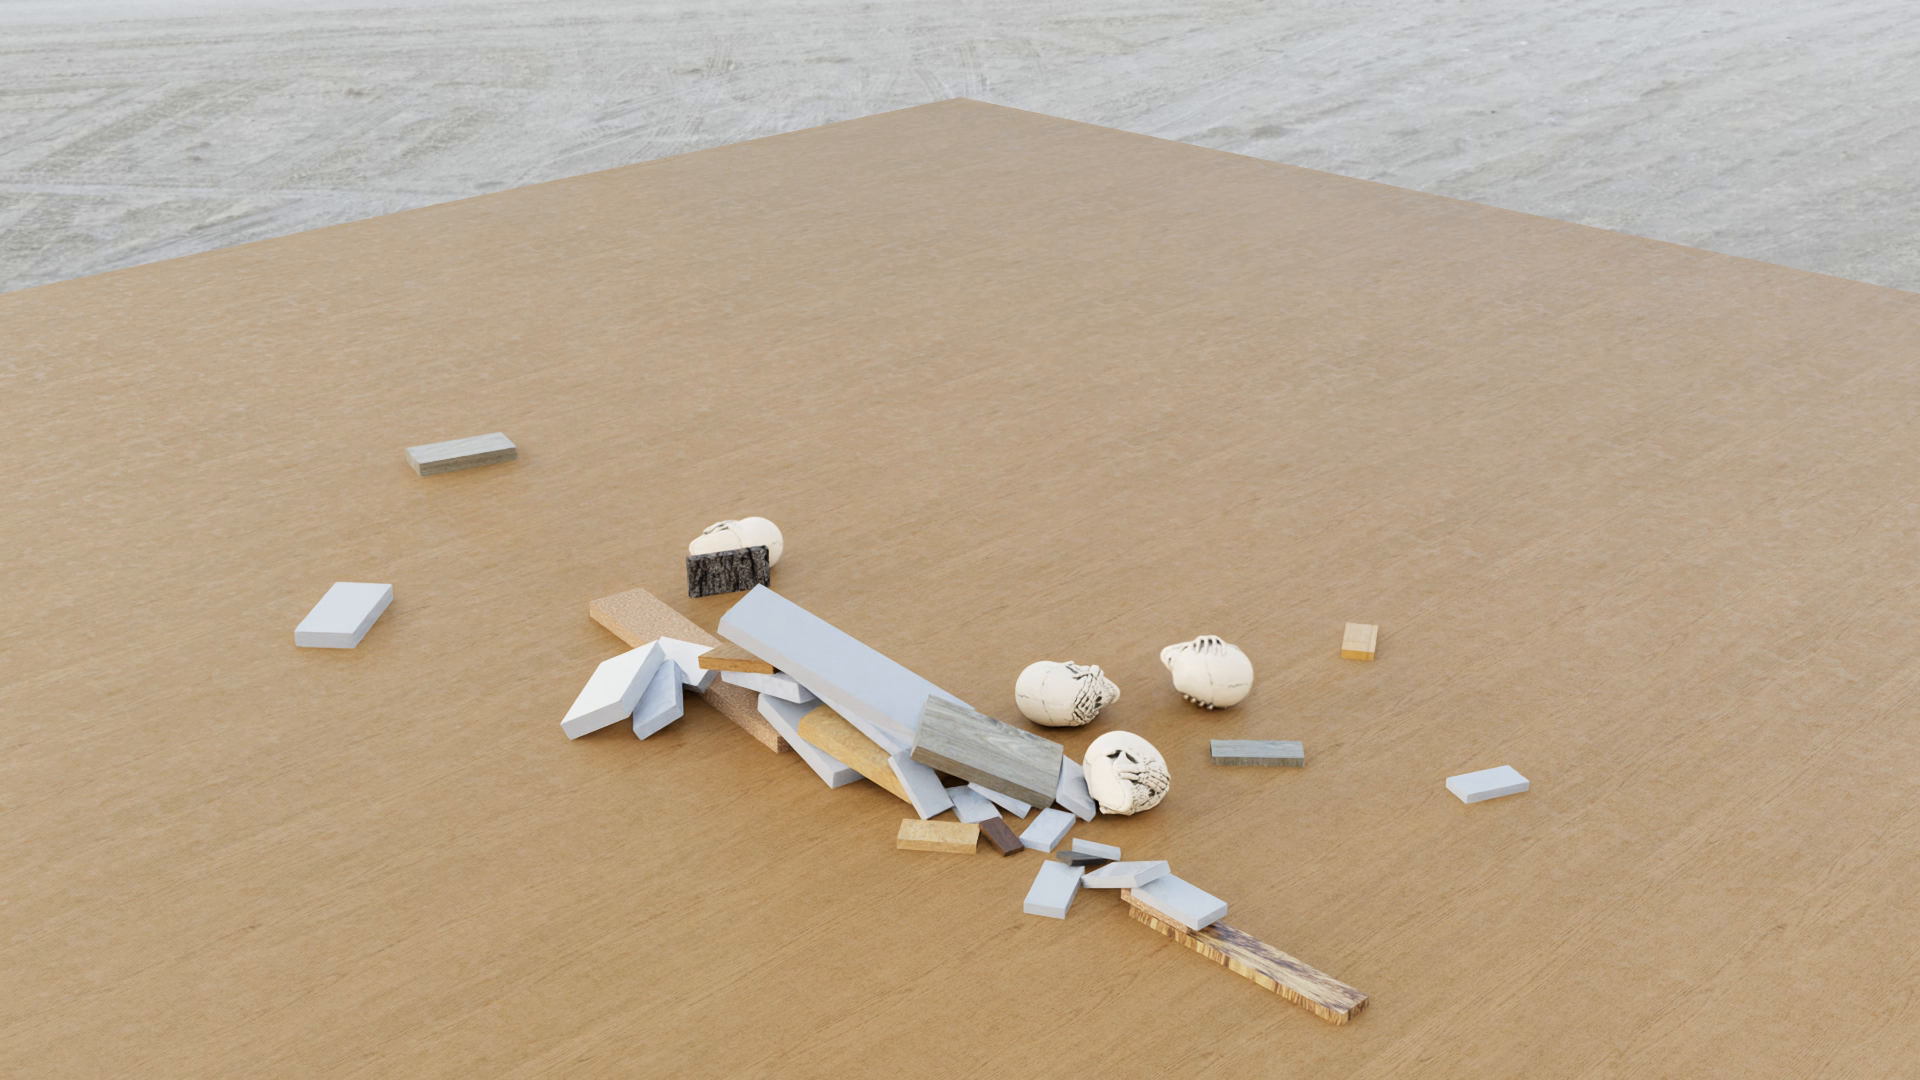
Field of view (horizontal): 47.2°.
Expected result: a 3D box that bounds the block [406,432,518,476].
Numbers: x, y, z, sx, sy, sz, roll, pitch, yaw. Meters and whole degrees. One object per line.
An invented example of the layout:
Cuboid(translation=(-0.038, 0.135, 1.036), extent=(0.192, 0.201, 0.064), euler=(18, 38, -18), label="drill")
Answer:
Cuboid(translation=(-1.426, -0.246, 6.289), extent=(0.282, 0.040, 0.141), euler=(-12, 26, -26), label="block")

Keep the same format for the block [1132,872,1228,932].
Cuboid(translation=(0.403, 0.662, 4.051), extent=(0.082, 0.023, 0.164), euler=(-20, 30, -38), label="block")

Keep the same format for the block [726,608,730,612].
Cuboid(translation=(-0.396, 0.207, 4.756), extent=(0.109, 0.031, 0.219), euler=(-16, 42, -44), label="block")

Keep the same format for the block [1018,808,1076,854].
Cuboid(translation=(0.174, 0.577, 4.377), extent=(0.066, 0.019, 0.131), euler=(11, 25, 24), label="block")

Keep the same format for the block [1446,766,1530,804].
Cuboid(translation=(1.090, 0.505, 4.544), extent=(0.150, 0.021, 0.075), euler=(-9, 25, -20), label="block")

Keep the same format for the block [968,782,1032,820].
Cuboid(translation=(0.086, 0.511, 4.464), extent=(0.131, 0.019, 0.066), euler=(30, 31, 6), label="block")

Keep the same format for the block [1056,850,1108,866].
Cuboid(translation=(0.235, 0.615, 4.254), extent=(0.094, 0.013, 0.047), euler=(5, 12, -40), label="block")

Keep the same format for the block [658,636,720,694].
Cuboid(translation=(-0.626, 0.281, 4.959), extent=(0.203, 0.029, 0.102), euler=(9, 57, 41), label="block")

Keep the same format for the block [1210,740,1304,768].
Cuboid(translation=(0.630, 0.452, 4.667), extent=(0.193, 0.021, 0.075), euler=(1, 23, 2), label="block")

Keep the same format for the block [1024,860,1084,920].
Cuboid(translation=(0.180, 0.662, 4.171), extent=(0.079, 0.022, 0.158), euler=(7, 24, 15), label="block")

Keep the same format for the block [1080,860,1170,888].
Cuboid(translation=(0.310, 0.629, 4.132), extent=(0.079, 0.022, 0.188), euler=(-19, 1, -29), label="block")

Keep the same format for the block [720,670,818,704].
Cuboid(translation=(-0.374, 0.289, 4.774), extent=(0.151, 0.043, 0.301), euler=(-17, 17, -36), label="block")

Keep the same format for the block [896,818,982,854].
Cuboid(translation=(-0.041, 0.586, 4.351), extent=(0.157, 0.022, 0.079), euler=(3, 23, 7), label="block")

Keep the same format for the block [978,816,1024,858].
Cuboid(translation=(0.081, 0.584, 4.336), extent=(0.047, 0.013, 0.094), euler=(-14, 42, -30), label="block")

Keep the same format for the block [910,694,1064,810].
Cuboid(translation=(0.056, 0.432, 4.477), extent=(0.301, 0.043, 0.151), euler=(22, 40, -7), label="block")

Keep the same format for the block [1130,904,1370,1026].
Cuboid(translation=(0.515, 0.748, 3.968), extent=(0.082, 0.023, 0.485), euler=(-21, 31, -40), label="block")

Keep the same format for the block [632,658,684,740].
Cuboid(translation=(-0.664, 0.349, 4.828), extent=(0.109, 0.031, 0.219), euler=(-31, 25, 6), label="block")

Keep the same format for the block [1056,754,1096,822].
Cuboid(translation=(0.236, 0.506, 4.485), extent=(0.081, 0.023, 0.163), euler=(33, 21, -11), label="block")

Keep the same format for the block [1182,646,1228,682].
Cuboid(translation=(0.564, 0.285, 5.066), extent=(0.066, 0.019, 0.131), euler=(11, 25, 24), label="block")

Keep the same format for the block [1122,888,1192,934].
Cuboid(translation=(0.388, 0.673, 4.085), extent=(0.082, 0.023, 0.164), euler=(-20, 30, -39), label="block")

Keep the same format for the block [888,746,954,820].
Cuboid(translation=(-0.080, 0.491, 4.455), extent=(0.073, 0.021, 0.146), euler=(-20, 74, -39), label="block")

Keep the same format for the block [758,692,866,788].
Cuboid(translation=(-0.287, 0.406, 4.674), extent=(0.151, 0.043, 0.302), euler=(-16, 39, -32), label="block")

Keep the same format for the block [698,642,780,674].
Cuboid(translation=(-0.459, 0.258, 4.793), extent=(0.203, 0.029, 0.102), euler=(2, 16, 33), label="block")

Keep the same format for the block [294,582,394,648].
Cuboid(translation=(-1.479, 0.179, 5.287), extent=(0.141, 0.040, 0.282), euler=(2, 23, 5), label="block")

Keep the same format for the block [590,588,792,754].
Cuboid(translation=(-0.585, 0.285, 5.037), extent=(0.141, 0.040, 0.858), euler=(-16, 28, -33), label="block")

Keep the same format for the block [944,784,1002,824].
Cuboid(translation=(0.026, 0.541, 4.458), extent=(0.073, 0.021, 0.146), euler=(-8, 24, -17), label="block")

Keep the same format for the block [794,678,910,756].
Cuboid(translation=(-0.223, 0.324, 4.605), extent=(0.396, 0.031, 0.109), euler=(36, 41, 21), label="block")

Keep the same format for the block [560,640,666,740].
Cuboid(translation=(-0.762, 0.329, 4.851), extent=(0.151, 0.043, 0.302), euler=(-22, 18, 17), label="block")

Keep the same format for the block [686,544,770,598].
Cuboid(translation=(-0.574, 0.078, 5.446), extent=(0.203, 0.102, 0.029), euler=(-8, 24, -19), label="block")

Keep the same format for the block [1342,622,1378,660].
Cuboid(translation=(0.940, 0.238, 5.172), extent=(0.075, 0.021, 0.150), euler=(5, 24, 12), label="block")

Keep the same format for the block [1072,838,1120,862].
Cuboid(translation=(0.266, 0.603, 4.285), extent=(0.094, 0.013, 0.047), euler=(12, 9, 0), label="block")

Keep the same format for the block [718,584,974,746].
Cuboid(translation=(-0.239, 0.273, 4.600), extent=(0.543, 0.043, 0.151), euler=(29, 39, 13), label="block")

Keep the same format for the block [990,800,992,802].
Cuboid(translation=(0.137, 0.505, 4.541), extent=(0.179, 0.023, 0.081), euler=(-3, 23, -6), label="block")

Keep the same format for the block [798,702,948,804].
Cuboid(translation=(-0.173, 0.427, 4.584), extent=(0.301, 0.043, 0.151), euler=(28, 38, 25), label="block")
